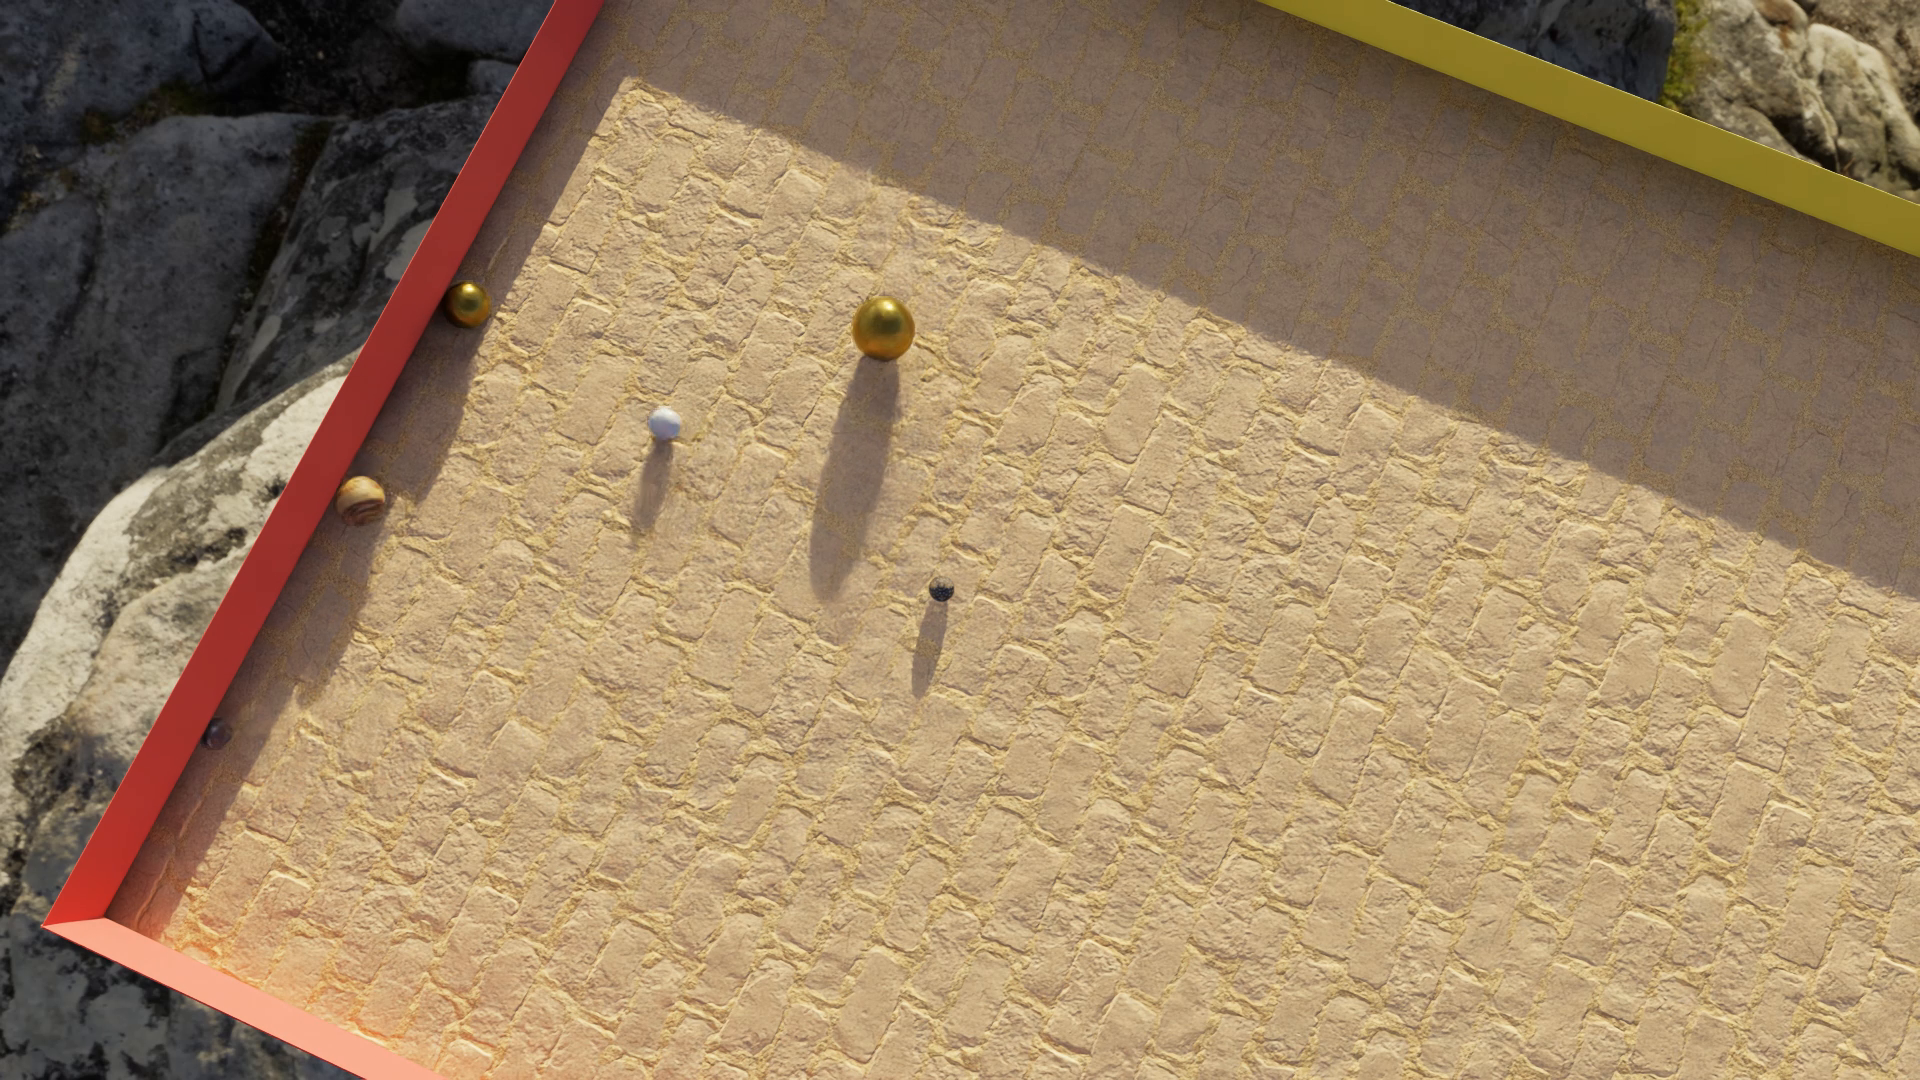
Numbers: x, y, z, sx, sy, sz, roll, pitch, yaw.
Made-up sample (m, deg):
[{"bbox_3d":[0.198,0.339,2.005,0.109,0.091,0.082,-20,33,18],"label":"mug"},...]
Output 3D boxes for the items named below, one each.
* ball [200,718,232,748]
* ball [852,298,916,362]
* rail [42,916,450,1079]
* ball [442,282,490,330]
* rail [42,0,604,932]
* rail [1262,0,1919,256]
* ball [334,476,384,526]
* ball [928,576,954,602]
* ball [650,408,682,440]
[{"bbox_3d":[-1.116,0.290,3.298,0.046,0.046,0.046,0,74,0],"label":"ball"},{"bbox_3d":[-0.119,-0.330,3.452,0.099,0.099,0.099,0,74,0],"label":"ball"},{"bbox_3d":[0.440,1.281,2.962,3.787,0.129,0.045,23,75,7],"label":"rail"},{"bbox_3d":[-0.781,-0.370,3.476,0.074,0.074,0.074,0,74,0],"label":"ball"},{"bbox_3d":[-0.844,-0.369,3.446,0.045,0.129,2.152,23,75,7],"label":"rail"},{"bbox_3d":[1.292,-0.566,3.504,3.787,0.129,0.045,23,75,7],"label":"rail"},{"bbox_3d":[-0.924,-0.060,3.385,0.076,0.076,0.076,0,74,0],"label":"ball"},{"bbox_3d":[-0.028,0.075,3.364,0.040,0.040,0.040,0,74,0],"label":"ball"},{"bbox_3d":[-0.460,-0.181,3.434,0.049,0.049,0.049,0,74,0],"label":"ball"}]
